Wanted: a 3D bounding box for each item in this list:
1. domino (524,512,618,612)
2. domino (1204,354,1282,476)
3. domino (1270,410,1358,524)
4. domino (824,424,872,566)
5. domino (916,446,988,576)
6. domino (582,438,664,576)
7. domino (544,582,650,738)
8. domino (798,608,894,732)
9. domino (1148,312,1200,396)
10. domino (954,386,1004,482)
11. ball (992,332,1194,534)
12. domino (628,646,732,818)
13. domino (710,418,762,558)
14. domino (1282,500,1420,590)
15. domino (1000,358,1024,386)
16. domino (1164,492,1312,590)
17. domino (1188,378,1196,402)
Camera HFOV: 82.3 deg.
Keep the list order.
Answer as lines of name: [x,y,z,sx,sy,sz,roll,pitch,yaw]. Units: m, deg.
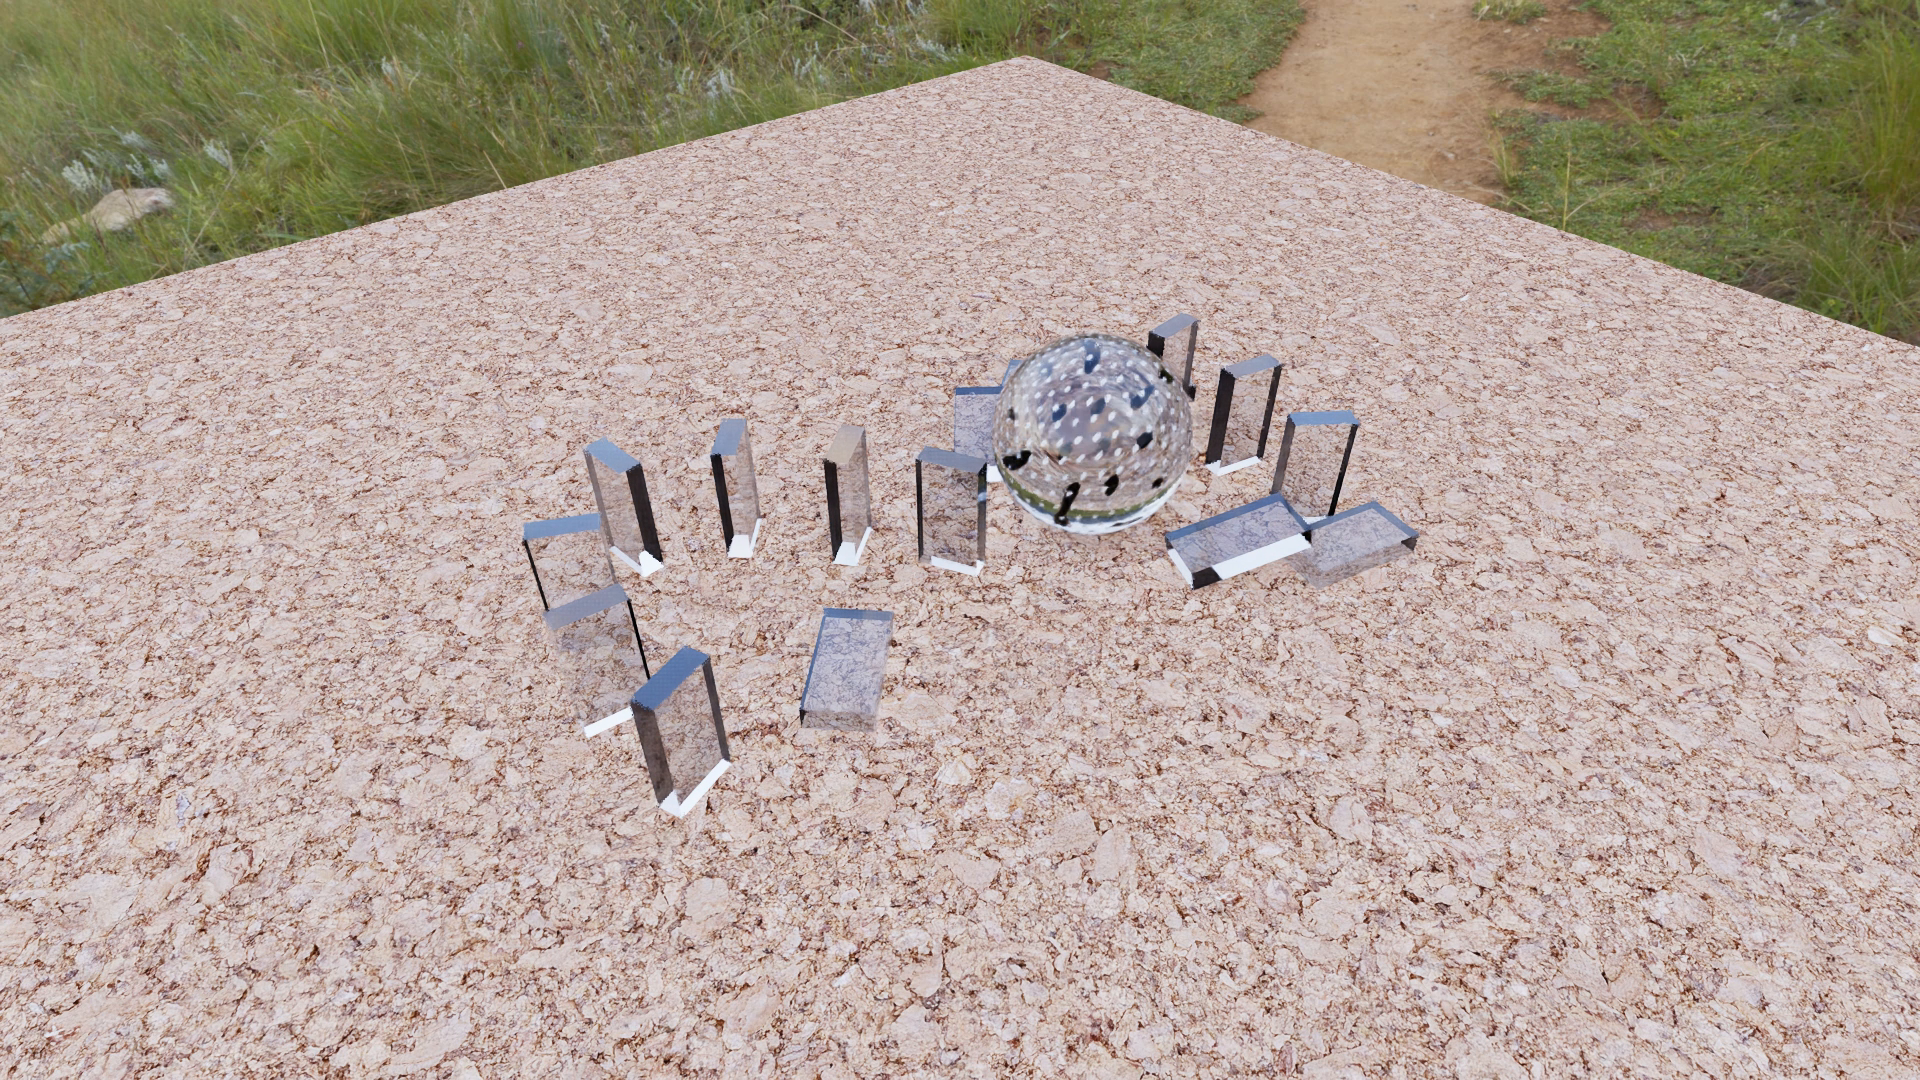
domino: [-0.137,0.015,0.394,0.025,0.050,0.009,-9,40,-11]
domino: [0.123,-0.054,0.477,0.025,0.050,0.009,-18,43,-21]
domino: [0.142,-0.028,0.446,0.025,0.050,0.010,-3,39,-3]
domino: [-0.044,-0.017,0.433,0.010,0.050,0.025,7,40,8]
domino: [-0.003,-0.011,0.424,0.025,0.050,0.009,14,41,17]
domino: [-0.130,-0.012,0.427,0.025,0.050,0.009,31,48,32]
domino: [-0.118,0.040,0.362,0.025,0.050,0.010,-24,45,-26]
domino: [-0.039,0.045,0.388,0.025,0.010,0.050,3,39,4]
domino: [0.095,-0.076,0.504,0.009,0.050,0.025,31,48,32]
domino: [0.010,-0.048,0.493,0.025,0.010,0.050,-1,51,3]
ball: [0.053,-0.042,0.439,0.080,0.080,0.080,0,39,0]
domino: [-0.085,0.060,0.339,0.009,0.050,0.025,19,43,22]
domino: [-0.088,-0.020,0.436,0.010,0.050,0.025,1,39,1]
domino: [0.156,0.001,0.442,0.050,0.010,0.025,-18,43,-21]
domino: [0.032,-0.069,0.528,0.025,0.010,0.050,9,40,10]
domino: [0.110,0.000,0.435,0.050,0.010,0.025,-20,42,-4]
domino: [0.086,-0.074,0.534,0.050,0.010,0.025,-8,40,-10]
